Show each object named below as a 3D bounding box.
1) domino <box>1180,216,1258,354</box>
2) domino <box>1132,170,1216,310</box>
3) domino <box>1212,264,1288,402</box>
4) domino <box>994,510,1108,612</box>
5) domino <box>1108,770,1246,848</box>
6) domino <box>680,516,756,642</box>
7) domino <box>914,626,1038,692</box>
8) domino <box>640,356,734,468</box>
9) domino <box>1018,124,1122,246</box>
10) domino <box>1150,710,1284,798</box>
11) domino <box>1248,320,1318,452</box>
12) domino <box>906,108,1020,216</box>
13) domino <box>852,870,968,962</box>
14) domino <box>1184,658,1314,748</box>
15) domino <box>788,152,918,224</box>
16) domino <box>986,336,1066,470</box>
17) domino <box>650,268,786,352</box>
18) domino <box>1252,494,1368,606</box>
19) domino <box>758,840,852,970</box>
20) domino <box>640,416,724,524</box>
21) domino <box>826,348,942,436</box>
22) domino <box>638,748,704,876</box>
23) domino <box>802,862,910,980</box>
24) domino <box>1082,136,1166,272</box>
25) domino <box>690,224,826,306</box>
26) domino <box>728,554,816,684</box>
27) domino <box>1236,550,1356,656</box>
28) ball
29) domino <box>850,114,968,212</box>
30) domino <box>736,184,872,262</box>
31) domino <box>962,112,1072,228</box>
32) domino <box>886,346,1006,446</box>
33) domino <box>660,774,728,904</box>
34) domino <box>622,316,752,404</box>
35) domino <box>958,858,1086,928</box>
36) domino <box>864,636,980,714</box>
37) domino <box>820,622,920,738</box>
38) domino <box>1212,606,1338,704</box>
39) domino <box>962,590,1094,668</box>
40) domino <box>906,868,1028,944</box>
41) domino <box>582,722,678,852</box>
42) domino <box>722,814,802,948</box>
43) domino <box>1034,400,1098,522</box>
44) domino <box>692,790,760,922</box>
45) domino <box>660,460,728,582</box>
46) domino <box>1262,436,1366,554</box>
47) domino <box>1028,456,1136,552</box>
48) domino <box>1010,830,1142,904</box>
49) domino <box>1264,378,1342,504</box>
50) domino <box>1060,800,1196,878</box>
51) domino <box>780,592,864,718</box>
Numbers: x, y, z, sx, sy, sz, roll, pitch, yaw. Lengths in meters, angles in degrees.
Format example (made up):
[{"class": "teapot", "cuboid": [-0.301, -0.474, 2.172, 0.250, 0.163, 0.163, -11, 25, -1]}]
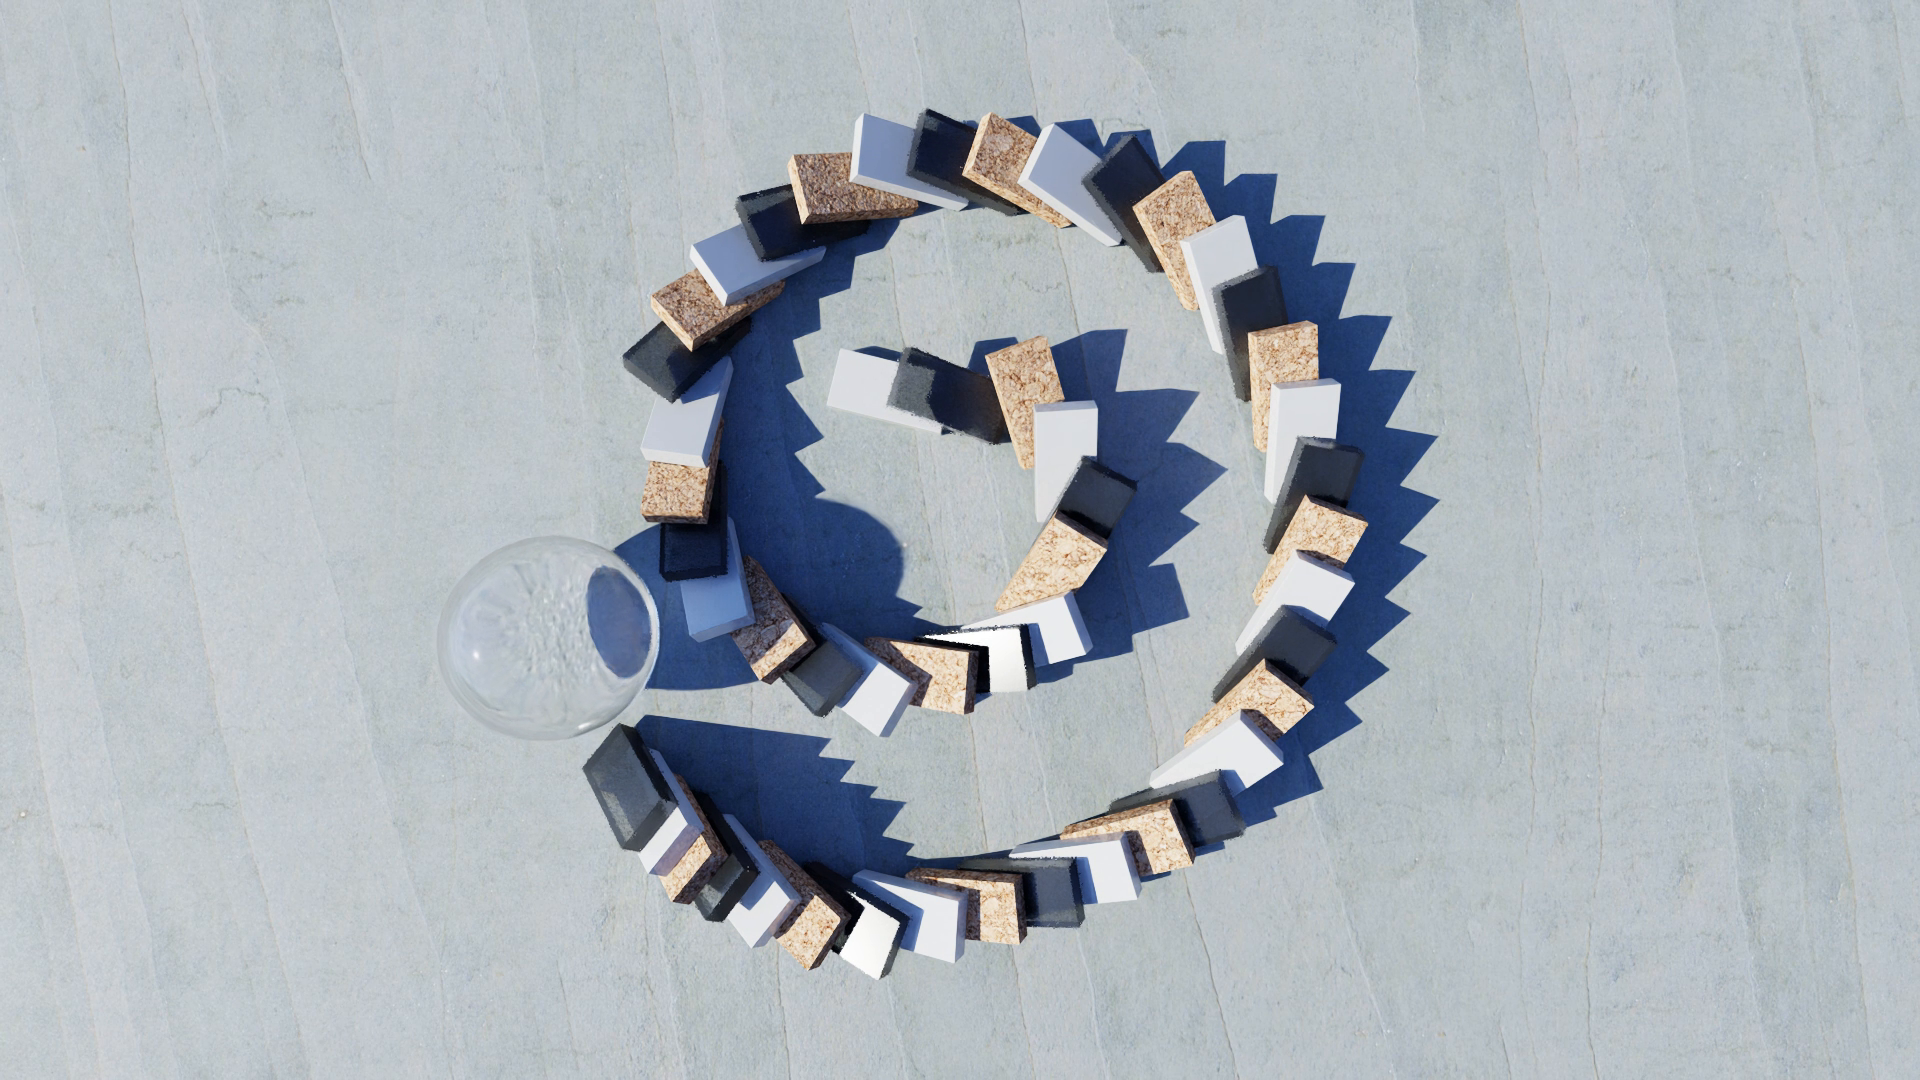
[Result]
[{"class": "domino", "cuboid": [0.113, -0.107, 0.385, 0.025, 0.009, 0.050, -26, 115, 0]}, {"class": "domino", "cuboid": [0.096, -0.125, 0.385, 0.025, 0.010, 0.050, -36, 115, 0]}, {"class": "domino", "cuboid": [0.125, -0.086, 0.385, 0.025, 0.009, 0.050, -22, 115, 0]}, {"class": "domino", "cuboid": [0.038, 0.015, 0.385, 0.025, 0.009, 0.050, 31, 116, 0]}, {"class": "domino", "cuboid": [0.090, 0.117, 0.385, 0.050, 0.010, 0.025, -25, 90, 25]}, {"class": "domino", "cuboid": [-0.104, 0.015, 0.385, 0.025, 0.009, 0.050, -19, 64, 0]}, {"class": "domino", "cuboid": [0.006, 0.051, 0.384, 0.050, 0.009, 0.025, -8, 91, 29]}, {"class": "domino", "cuboid": [-0.114, -0.056, 0.385, 0.025, 0.009, 0.050, 8, 65, 0]}, {"class": "domino", "cuboid": [0.051, -0.148, 0.385, 0.050, 0.010, 0.025, 26, 90, -25]}, {"class": "domino", "cuboid": [0.107, 0.096, 0.385, 0.025, 0.010, 0.050, 46, 116, 0]}, {"class": "domino", "cuboid": [0.136, -0.064, 0.385, 0.025, 0.009, 0.050, -12, 115, 0]}, {"class": "domino", "cuboid": [0.004, -0.158, 0.385, 0.050, 0.010, 0.025, 12, 90, -25]}, {"class": "domino", "cuboid": [-0.022, 0.157, 0.385, 0.050, 0.009, 0.025, 4, 90, 25]}, {"class": "domino", "cuboid": [0.121, 0.076, 0.385, 0.025, 0.009, 0.050, 38, 115, 0]}, {"class": "domino", "cuboid": [-0.044, -0.148, 0.385, 0.050, 0.009, 0.025, -14, 90, -26]}, {"class": "domino", "cuboid": [0.031, -0.058, 0.386, 0.025, 0.009, 0.050, -21, 109, -5]}, {"class": "domino", "cuboid": [-0.101, -0.103, 0.385, 0.025, 0.010, 0.050, 47, 64, 1]}, {"class": "domino", "cuboid": [0.146, 0.009, 0.385, 0.025, 0.009, 0.050, 20, 115, 0]}, {"class": "domino", "cuboid": [-0.072, 0.152, 0.385, 0.050, 0.009, 0.025, 33, 90, 25]}, {"class": "domino", "cuboid": [-0.116, -0.032, 0.385, 0.025, 0.009, 0.050, 2, 65, 1]}, {"class": "domino", "cuboid": [-0.030, -0.064, 0.395, 0.050, 0.010, 0.025, 14, 90, 0]}, {"class": "domino", "cuboid": [-0.127, 0.112, 0.380, 0.025, 0.010, 0.050, -52, 48, 0]}, {"class": "domino", "cuboid": [-0.048, 0.159, 0.385, 0.050, 0.009, 0.025, 20, 90, 26]}, {"class": "domino", "cuboid": [0.077, -0.140, 0.385, 0.025, 0.010, 0.050, -46, 115, 0]}, {"class": "domino", "cuboid": [-0.084, -0.121, 0.385, 0.050, 0.009, 0.025, -35, 90, -26]}, {"class": "domino", "cuboid": [-0.085, 0.033, 0.385, 0.025, 0.009, 0.050, -40, 64, 0]}, {"class": "domino", "cuboid": [0.140, 0.031, 0.385, 0.025, 0.010, 0.050, 24, 115, 0]}, {"class": "ball", "cuboid": [-0.160, 0.038, 0.360, 0.080, 0.080, 0.080, 0, 90, 0]}, {"class": "domino", "cuboid": [-0.020, -0.158, 0.385, 0.050, 0.009, 0.025, 6, 90, -25]}, {"class": "domino", "cuboid": [-0.065, -0.136, 0.385, 0.050, 0.009, 0.025, -25, 90, -25]}, {"class": "domino", "cuboid": [0.028, -0.155, 0.385, 0.050, 0.010, 0.025, 19, 90, -25]}, {"class": "domino", "cuboid": [-0.003, -0.060, 0.386, 0.050, 0.010, 0.025, 18, 90, -24]}, {"class": "domino", "cuboid": [-0.117, 0.122, 0.380, 0.025, 0.010, 0.050, -51, 48, 1]}, {"class": "domino", "cuboid": [-0.114, -0.083, 0.384, 0.025, 0.010, 0.050, 37, 63, 2]}, {"class": "domino", "cuboid": [0.025, 0.148, 0.385, 0.050, 0.009, 0.025, -10, 90, 24]}, {"class": "domino", "cuboid": [-0.017, 0.056, 0.384, 0.050, 0.010, 0.025, 5, 90, 28]}, {"class": "domino", "cuboid": [-0.044, 0.058, 0.385, 0.050, 0.009, 0.025, 31, 91, 27]}, {"class": "domino", "cuboid": [0.131, 0.054, 0.385, 0.025, 0.010, 0.050, 30, 115, 0]}, {"class": "domino", "cuboid": [0.028, 0.041, 0.383, 0.050, 0.010, 0.025, -20, 93, 30]}, {"class": "domino", "cuboid": [0.002, 0.153, 0.385, 0.050, 0.009, 0.025, -5, 90, 25]}, {"class": "domino", "cuboid": [-0.137, 0.102, 0.380, 0.025, 0.009, 0.050, -51, 48, 0]}, {"class": "domino", "cuboid": [-0.091, 0.142, 0.384, 0.050, 0.010, 0.025, 39, 90, 28]}, {"class": "domino", "cuboid": [0.044, -0.032, 0.384, 0.025, 0.010, 0.050, -4, 120, 0]}, {"class": "domino", "cuboid": [-0.105, 0.130, 0.380, 0.025, 0.010, 0.050, -53, 48, -1]}, {"class": "domino", "cuboid": [-0.112, -0.009, 0.385, 0.025, 0.010, 0.050, -7, 64, 0]}, {"class": "domino", "cuboid": [0.148, -0.016, 0.385, 0.025, 0.009, 0.050, 10, 115, 0]}, {"class": "domino", "cuboid": [0.050, -0.007, 0.384, 0.025, 0.010, 0.050, 26, 116, -3]}, {"class": "domino", "cuboid": [0.048, 0.139, 0.385, 0.050, 0.010, 0.025, -16, 90, 24]}, {"class": "domino", "cuboid": [0.143, -0.041, 0.385, 0.025, 0.009, 0.050, -5, 115, 0]}, {"class": "domino", "cuboid": [0.070, 0.128, 0.385, 0.050, 0.009, 0.025, -23, 90, 25]}, {"class": "domino", "cuboid": [-0.066, 0.048, 0.385, 0.050, 0.009, 0.025, 42, 90, 26]}]
